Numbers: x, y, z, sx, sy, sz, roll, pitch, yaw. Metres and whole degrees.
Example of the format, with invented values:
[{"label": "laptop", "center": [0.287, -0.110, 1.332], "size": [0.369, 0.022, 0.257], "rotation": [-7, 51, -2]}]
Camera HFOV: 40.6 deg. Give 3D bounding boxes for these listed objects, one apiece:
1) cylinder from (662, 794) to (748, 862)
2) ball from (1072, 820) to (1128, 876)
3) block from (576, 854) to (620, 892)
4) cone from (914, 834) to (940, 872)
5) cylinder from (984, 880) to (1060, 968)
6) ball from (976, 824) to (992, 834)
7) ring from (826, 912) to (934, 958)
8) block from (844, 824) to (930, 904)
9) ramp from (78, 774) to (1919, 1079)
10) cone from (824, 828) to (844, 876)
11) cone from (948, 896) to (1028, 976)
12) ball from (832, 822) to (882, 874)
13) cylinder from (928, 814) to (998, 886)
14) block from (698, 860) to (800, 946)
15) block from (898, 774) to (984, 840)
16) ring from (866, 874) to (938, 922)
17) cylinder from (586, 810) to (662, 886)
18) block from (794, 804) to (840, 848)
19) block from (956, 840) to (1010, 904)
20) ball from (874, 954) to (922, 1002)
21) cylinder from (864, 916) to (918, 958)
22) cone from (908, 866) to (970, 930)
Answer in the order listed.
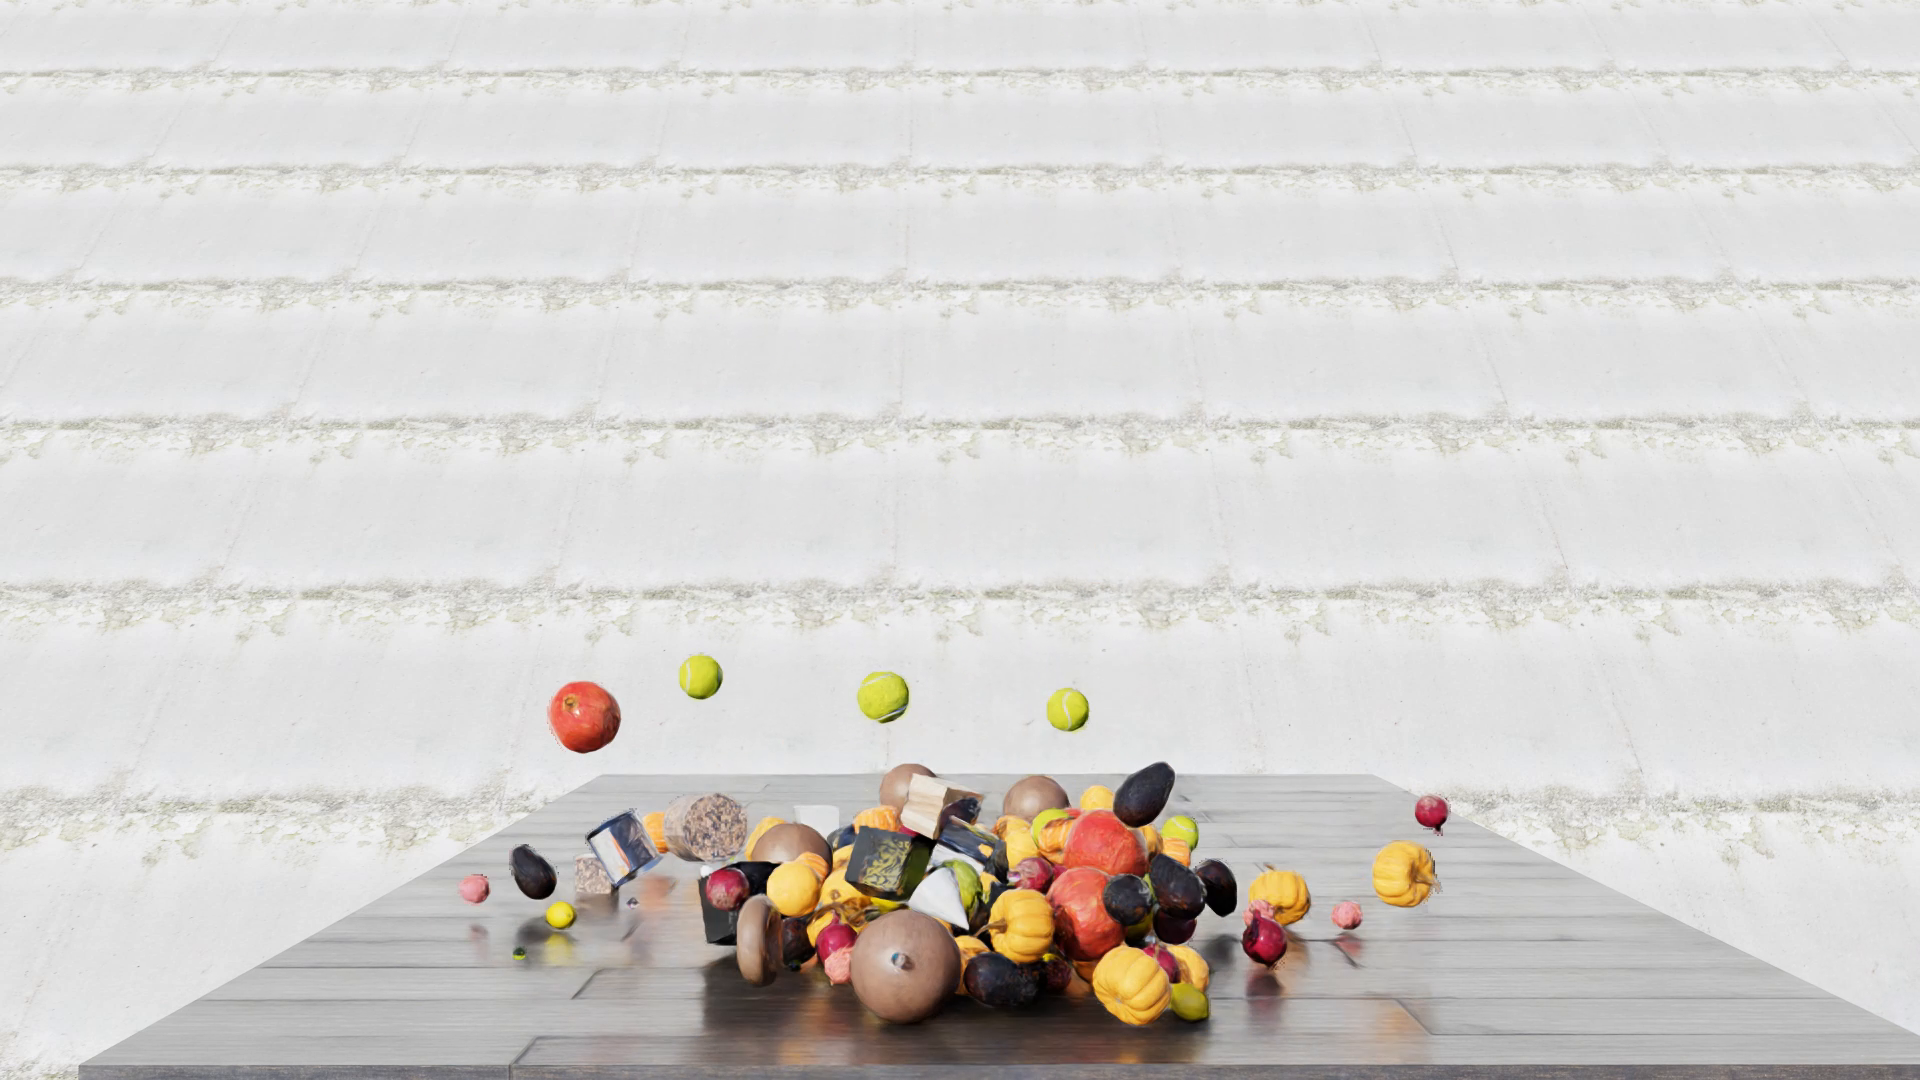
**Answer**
[{"label": "cylinder", "center": [-0.340, 0.384, 3.449], "size": [0.090, 0.090, 0.090], "rotation": [-17, 2, -25]}, {"label": "ball", "center": [0.235, 0.517, 4.356], "size": [0.093, 0.093, 0.093], "rotation": [0, 32, 0]}, {"label": "block", "center": [-0.593, 0.544, 4.235], "size": [0.058, 0.058, 0.058], "rotation": [-1, -1, 7]}, {"label": "cone", "center": [-0.046, 0.559, 4.486], "size": [0.080, 0.080, 0.080], "rotation": [-17, 34, -24]}, {"label": "cylinder", "center": [0.073, 0.502, 3.388], "size": [0.092, 0.092, 0.092], "rotation": [16, 33, 0]}, {"label": "ball", "center": [0.034, 0.555, 4.834], "size": [0.052, 0.052, 0.052], "rotation": [0, 32, 0]}, {"label": "ring", "center": [-0.108, 0.539, 3.536], "size": [0.148, 0.049, 0.148], "rotation": [-1, -1, 0]}, {"label": "block", "center": [-0.092, 0.414, 3.294], "size": [0.073, 0.073, 0.073], "rotation": [9, 70, 23]}, {"label": "ramp", "center": [0.072, 0.630, 4.726], "size": [2.000, 0.100, 4.000], "rotation": [0, -1, 0]}, {"label": "cone", "center": [-0.192, 0.555, 4.451], "size": [0.092, 0.092, 0.092], "rotation": [2, 26, 2]}, {"label": "cone", "center": [0.020, 0.519, 3.284], "size": [0.095, 0.095, 0.095], "rotation": [-44, 42, 0]}, {"label": "ball", "center": [-0.167, 0.526, 4.392], "size": [0.098, 0.098, 0.098], "rotation": [0, 32, 0]}, {"label": "cylinder", "center": [0.005, 0.439, 3.670], "size": [0.076, 0.076, 0.076], "rotation": [25, 36, 4]}, {"label": "block", "center": [-0.290, 0.499, 3.557], "size": [0.091, 0.091, 0.091], "rotation": [11, 61, -45]}, {"label": "block", "center": [-0.032, 0.464, 4.464], "size": [0.090, 0.090, 0.090], "rotation": [16, 1, -42]}, {"label": "ring", "center": [-0.074, 0.524, 3.792], "size": [0.128, 0.128, 0.043], "rotation": [3, 57, 5]}, {"label": "cylinder", "center": [-0.532, 0.489, 4.108], "size": [0.088, 0.088, 0.088], "rotation": [-24, 77, -33]}, {"label": "block", "center": [-0.273, 0.546, 4.947], "size": [0.074, 0.074, 0.074], "rotation": [0, -1, -13]}, {"label": "block", "center": [0.029, 0.524, 4.097], "size": [0.077, 0.077, 0.077], "rotation": [0, 14, 17]}, {"label": "ball", "center": [-0.074, 0.528, 3.127], "size": [0.058, 0.058, 0.058], "rotation": [0, 32, 0]}, {"label": "cylinder", "center": [-0.091, 0.529, 3.434], "size": [0.051, 0.051, 0.051], "rotation": [26, 19, -31]}, {"label": "cone", "center": [-0.011, 0.442, 3.102], "size": [0.072, 0.072, 0.072], "rotation": [-24, 55, -33]}]
